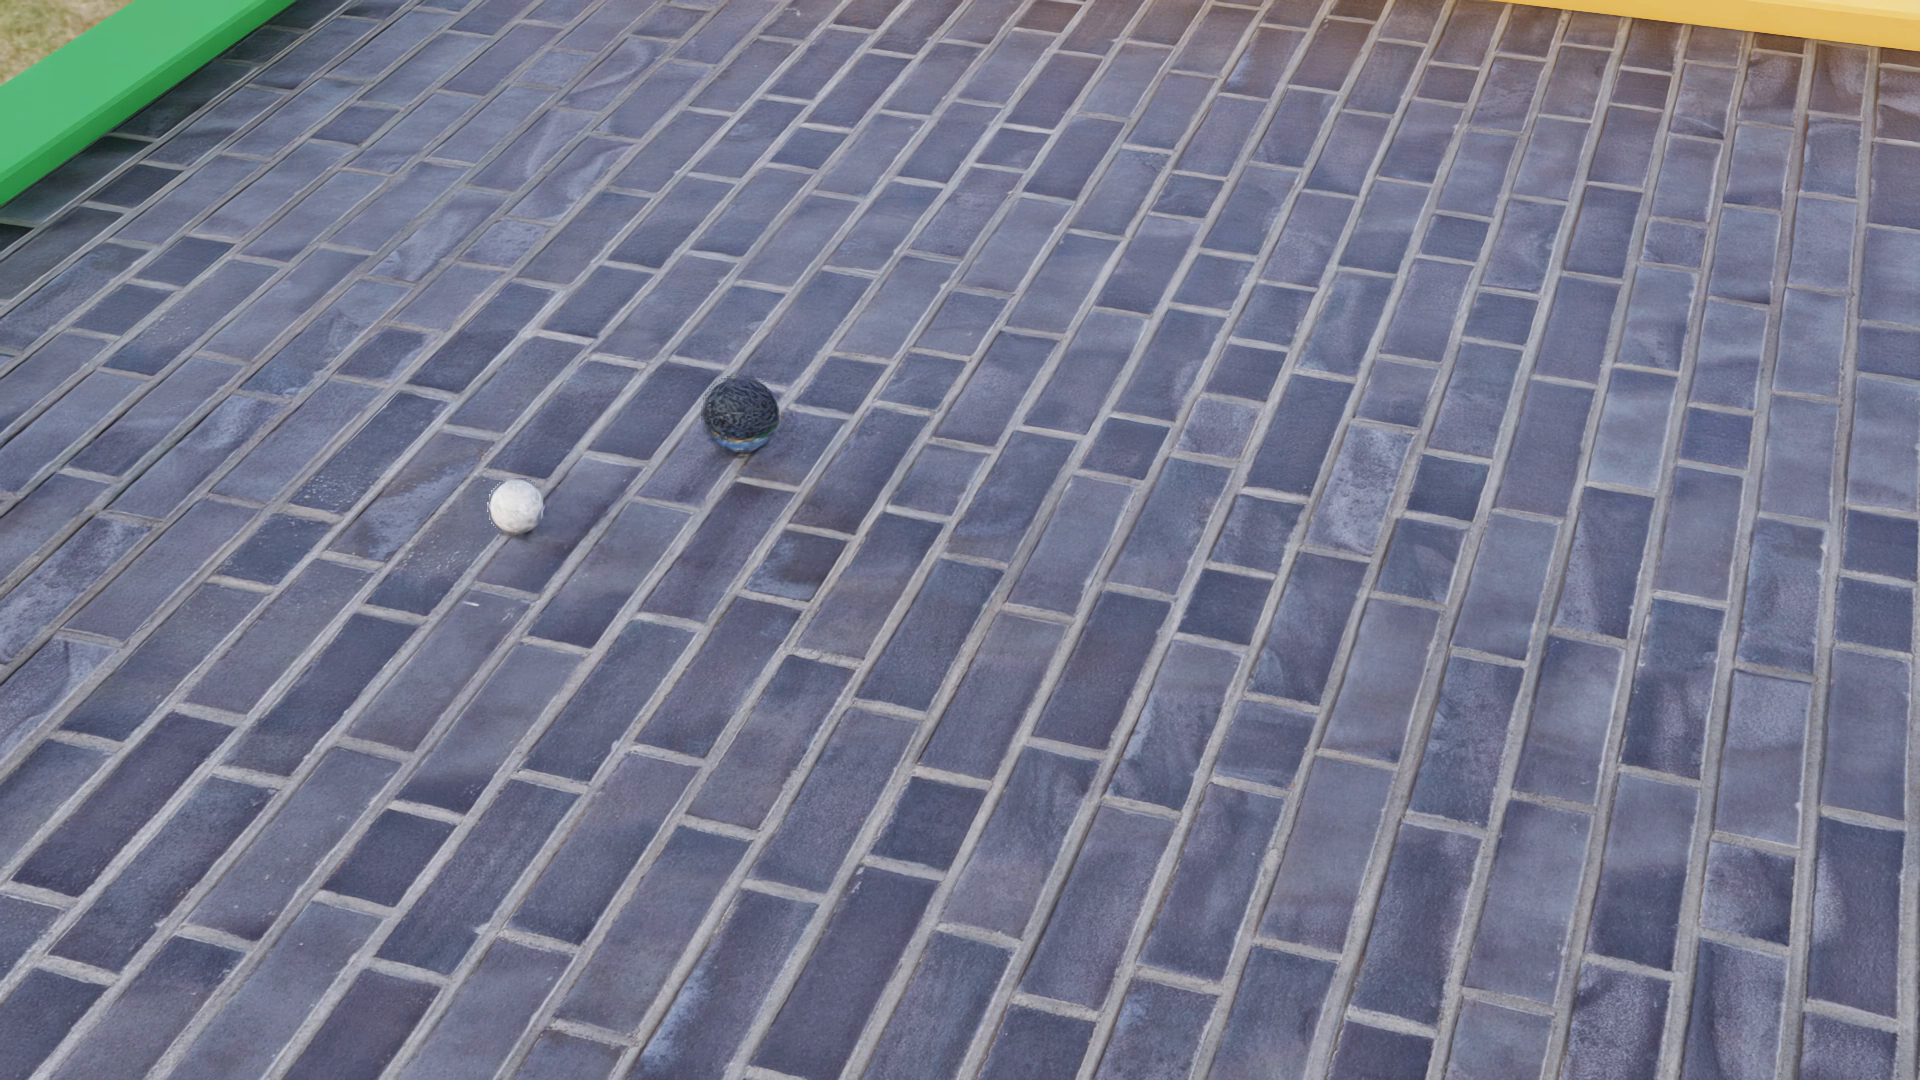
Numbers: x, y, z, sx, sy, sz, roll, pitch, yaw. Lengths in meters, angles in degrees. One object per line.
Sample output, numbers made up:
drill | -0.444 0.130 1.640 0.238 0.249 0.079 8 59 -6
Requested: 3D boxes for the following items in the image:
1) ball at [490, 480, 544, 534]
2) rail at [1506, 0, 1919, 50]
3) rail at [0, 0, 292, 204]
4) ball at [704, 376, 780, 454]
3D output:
ball | -0.351 -0.026 2.033 0.043 0.043 0.043 0 34 0
rail | 1.443 -0.506 2.691 4.391 0.109 0.045 10 35 15
rail | -1.020 -0.211 2.249 0.045 0.109 2.603 10 35 15
ball | -0.182 -0.104 2.131 0.063 0.063 0.063 0 34 0
